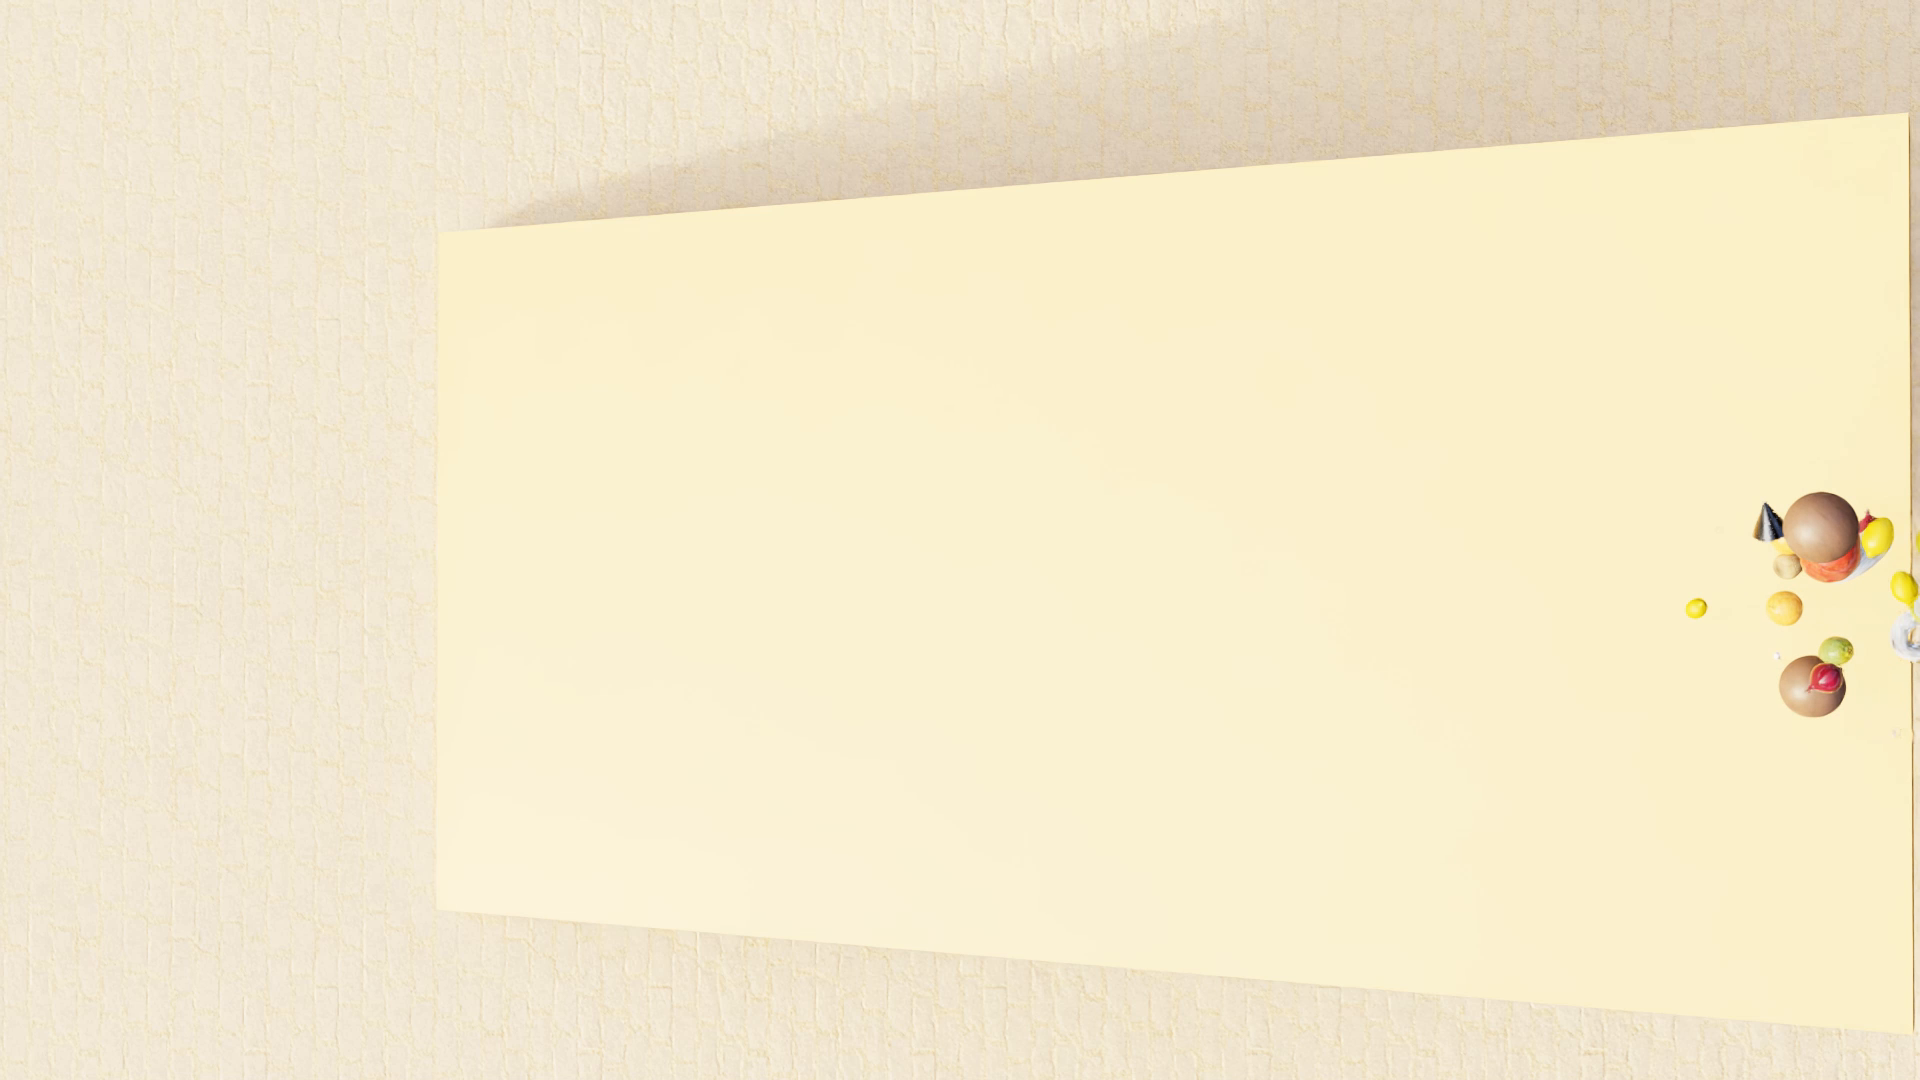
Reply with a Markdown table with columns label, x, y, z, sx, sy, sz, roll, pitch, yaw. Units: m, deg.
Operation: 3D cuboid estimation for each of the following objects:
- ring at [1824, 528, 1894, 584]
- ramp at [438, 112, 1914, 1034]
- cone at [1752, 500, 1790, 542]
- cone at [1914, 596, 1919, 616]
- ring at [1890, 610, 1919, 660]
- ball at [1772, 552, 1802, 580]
| label | x | y | z | sx | sy | sz | roll | pitch | yaw |
| --- | --- | --- | --- | --- | --- | --- | --- | --- | --- |
| ring | 1.693 | 0.029 | 4.144 | 0.140 | 0.140 | 0.047 | -39 | 87 | 0 |
| ramp | 0.281 | 0.081 | 5.682 | 4.000 | 0.100 | 2.000 | 0 | 89 | 26 |
| cone | 1.589 | -0.047 | 4.326 | 0.072 | 0.072 | 0.072 | -22 | 114 | 0 |
| cone | 1.597 | 0.132 | 3.532 | 0.094 | 0.094 | 0.094 | -35 | 110 | 0 |
| ring | 1.877 | 0.186 | 4.320 | 0.106 | 0.035 | 0.106 | -2 | 103 | -9 |
| ball | 1.716 | 0.053 | 4.557 | 0.058 | 0.058 | 0.058 | 0 | 89 | 0 |
